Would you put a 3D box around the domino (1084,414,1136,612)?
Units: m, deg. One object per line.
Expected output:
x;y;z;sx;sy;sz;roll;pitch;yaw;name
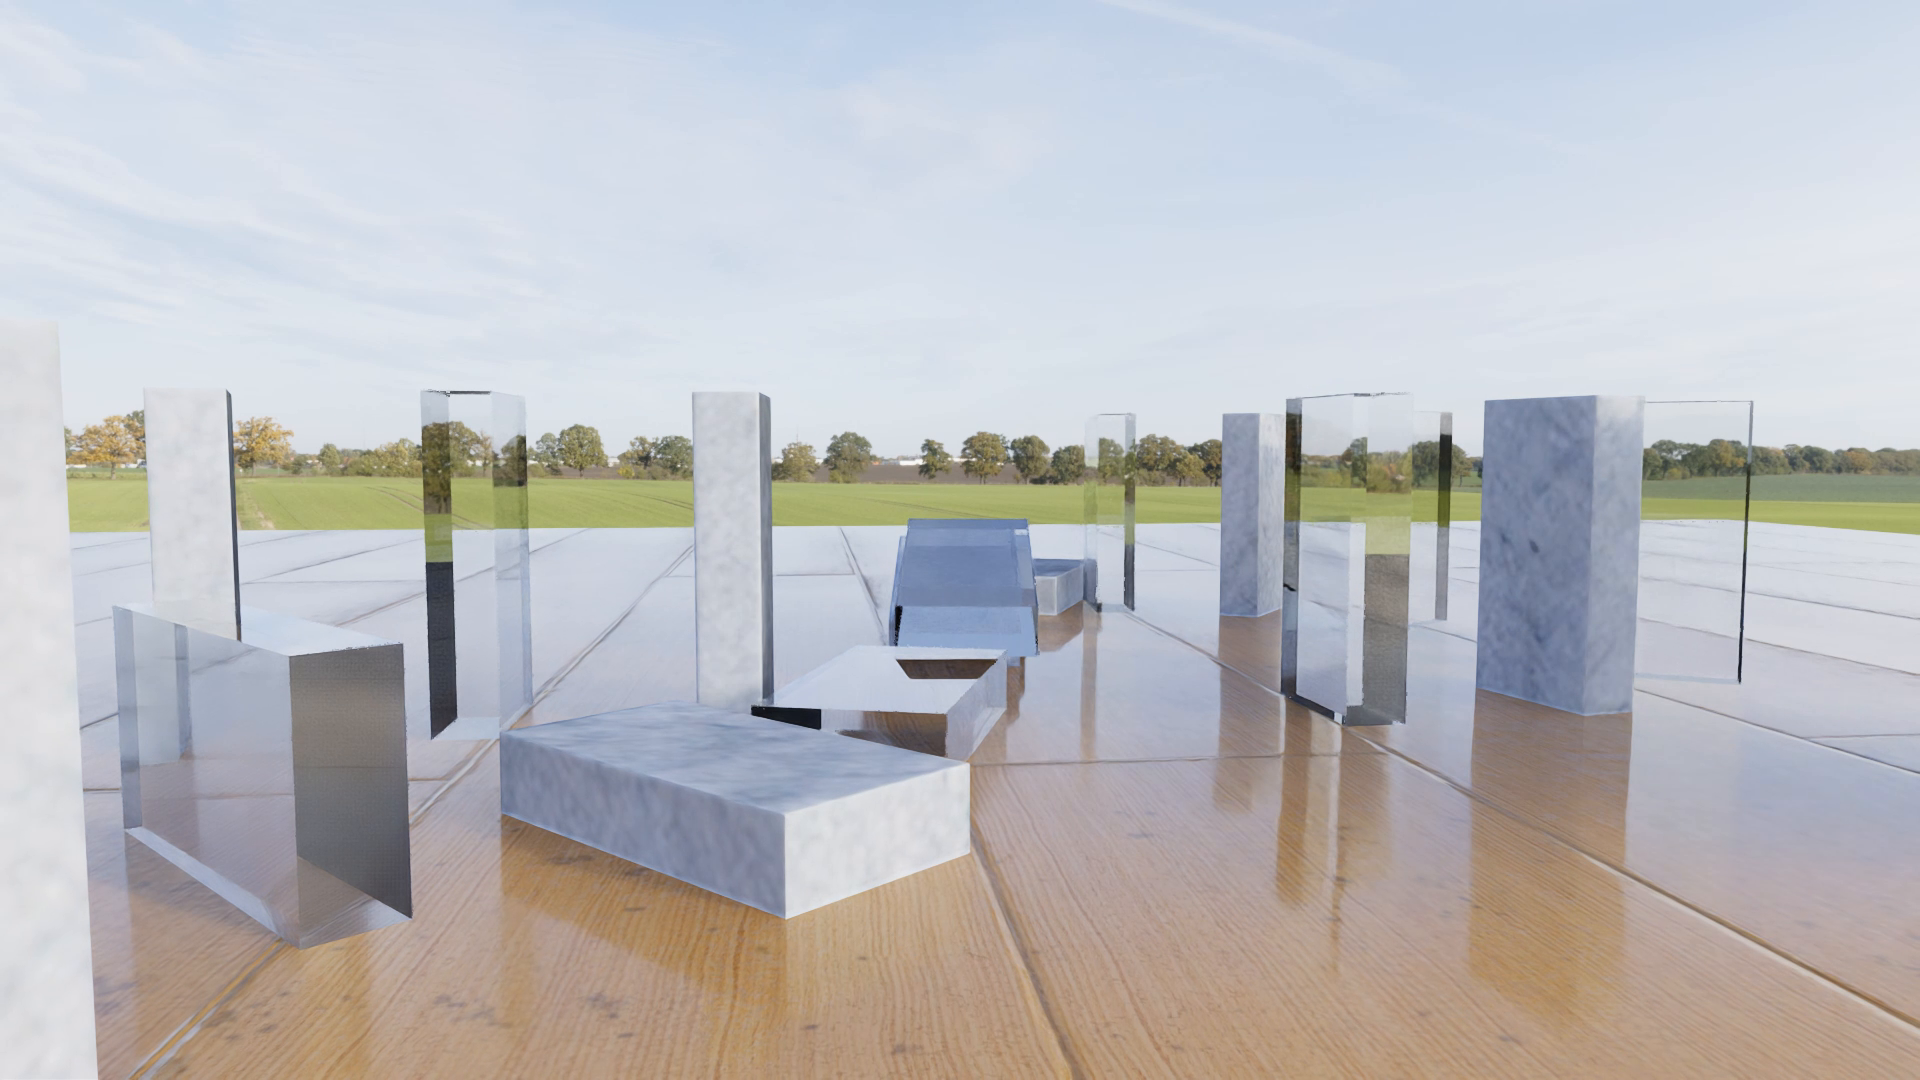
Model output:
0.039;-0.008;0.336;0.009;0.050;0.025;0;4;-3;domino

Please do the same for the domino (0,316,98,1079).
-0.064;0.012;0.071;0.009;0.050;0.025;2;5;22;domino

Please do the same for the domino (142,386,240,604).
-0.110;0.004;0.184;0.009;0.050;0.025;-2;5;-28;domino

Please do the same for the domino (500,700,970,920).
-0.026;0.027;0.140;0.050;0.010;0.025;4;6;42;domino

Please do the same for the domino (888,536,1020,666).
-0.001;0.012;0.268;0.025;0.010;0.050;0;19;0;domino

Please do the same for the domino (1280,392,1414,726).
0.061;0.002;0.205;0.009;0.050;0.025;-1;4;-9;domino

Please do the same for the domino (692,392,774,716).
-0.035;0.003;0.199;0.009;0.050;0.025;0;4;-4;domino

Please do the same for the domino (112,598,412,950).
-0.071;0.021;0.127;0.050;0.025;0.009;4;6;42;domino

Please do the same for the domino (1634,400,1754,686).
0.129;0.000;0.234;0.025;0.050;0.009;2;5;26;domino

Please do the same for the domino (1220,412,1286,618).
0.075;-0.007;0.326;0.010;0.050;0.025;3;5;30;domino

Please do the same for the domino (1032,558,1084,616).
0.019;0.012;0.346;0.025;0.009;0.050;1;4;16;domino

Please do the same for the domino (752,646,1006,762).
-0.009;0.024;0.184;0.025;0.010;0.050;1;4;11;domino

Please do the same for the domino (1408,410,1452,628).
0.105;-0.005;0.302;0.025;0.050;0.010;-4;6;-44;domino

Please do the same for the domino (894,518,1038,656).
0.001;0.008;0.249;0.025;0.010;0.050;0;19;1;domino

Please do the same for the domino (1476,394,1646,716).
0.099;0.002;0.212;0.009;0.050;0.025;-1;4;-17;domino

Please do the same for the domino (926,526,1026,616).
0.003;0.009;0.307;0.025;0.010;0.050;0;18;5;domino

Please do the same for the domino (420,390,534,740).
-0.073;0.003;0.195;0.009;0.050;0.025;-1;4;-8;domino
